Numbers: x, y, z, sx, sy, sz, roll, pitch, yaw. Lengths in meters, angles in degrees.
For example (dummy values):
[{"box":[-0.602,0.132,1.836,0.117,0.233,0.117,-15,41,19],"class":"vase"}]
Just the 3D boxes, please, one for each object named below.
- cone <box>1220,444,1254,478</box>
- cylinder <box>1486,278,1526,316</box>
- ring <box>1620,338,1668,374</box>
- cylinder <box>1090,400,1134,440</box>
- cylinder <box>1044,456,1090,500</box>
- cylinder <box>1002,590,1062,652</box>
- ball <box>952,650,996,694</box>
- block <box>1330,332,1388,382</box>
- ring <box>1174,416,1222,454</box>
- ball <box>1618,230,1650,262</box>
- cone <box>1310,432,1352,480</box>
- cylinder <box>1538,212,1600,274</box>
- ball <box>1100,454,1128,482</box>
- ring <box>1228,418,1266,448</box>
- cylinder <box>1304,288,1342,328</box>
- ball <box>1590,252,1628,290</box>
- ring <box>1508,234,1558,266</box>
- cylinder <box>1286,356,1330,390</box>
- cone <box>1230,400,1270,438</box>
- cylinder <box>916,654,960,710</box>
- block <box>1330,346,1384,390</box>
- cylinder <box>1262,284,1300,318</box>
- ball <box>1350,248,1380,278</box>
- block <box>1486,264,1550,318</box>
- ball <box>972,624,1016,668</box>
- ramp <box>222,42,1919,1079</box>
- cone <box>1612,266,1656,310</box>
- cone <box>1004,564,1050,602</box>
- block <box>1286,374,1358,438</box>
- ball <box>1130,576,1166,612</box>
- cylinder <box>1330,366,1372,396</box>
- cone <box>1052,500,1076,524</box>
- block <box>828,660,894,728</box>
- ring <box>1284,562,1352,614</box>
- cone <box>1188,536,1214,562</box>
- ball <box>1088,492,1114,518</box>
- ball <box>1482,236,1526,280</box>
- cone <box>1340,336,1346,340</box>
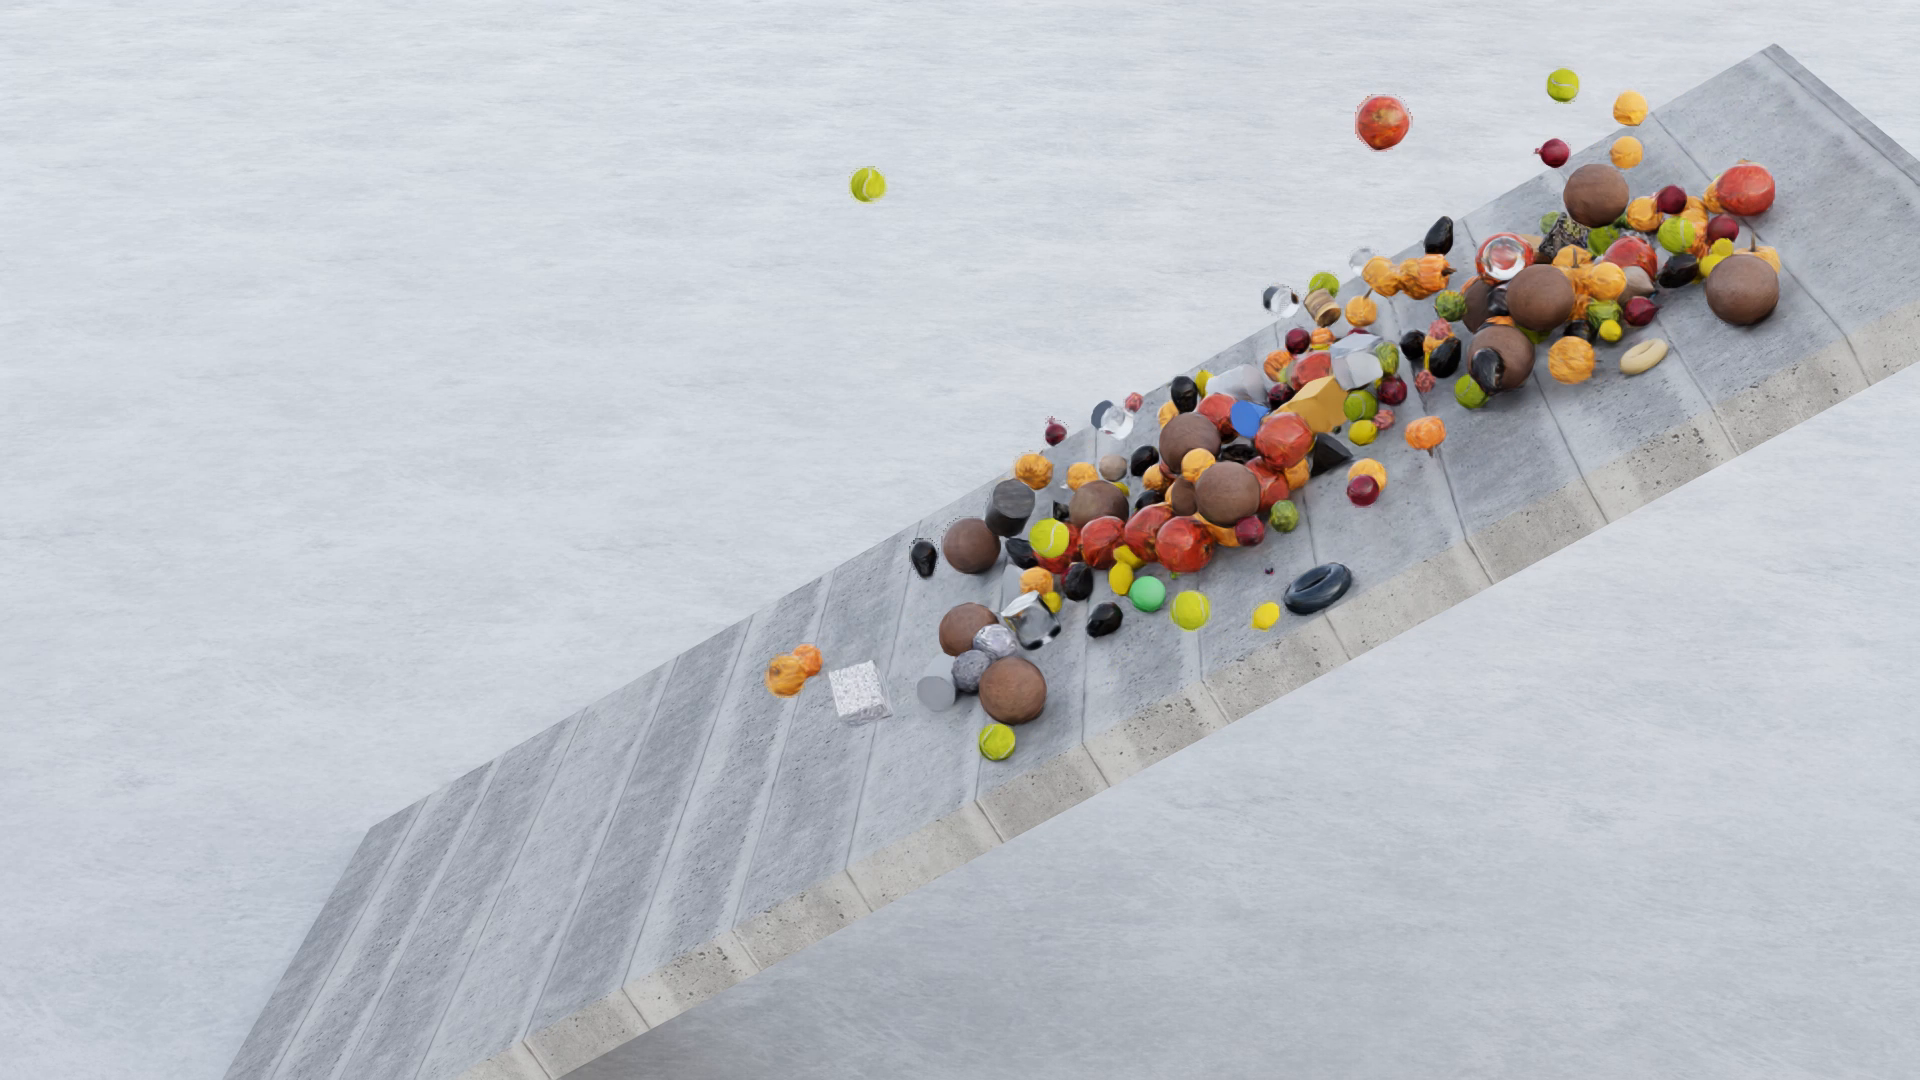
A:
[{"box":[0.558,-0.176,6.107,0.076,0.076,0.076,-8,23,-23],"class":"cone"},{"box":[1.071,-0.476,5.769,0.060,0.060,0.060,11,30,28],"class":"cylinder"},{"box":[1.251,-0.335,5.382,0.094,0.031,0.094,-31,13,8],"class":"ring"},{"box":[0.350,-0.275,6.749,0.070,0.070,0.070,27,-1,-38],"class":"cylinder"},{"box":[0.247,-0.132,6.812,0.096,0.096,0.096,4,23,-2],"class":"cylinder"},{"box":[0.144,0.164,5.922,0.088,0.088,0.088,-31,15,9],"class":"cylinder"},{"box":[0.027,0.262,5.848,0.087,0.087,0.087,0,19,0],"class":"ball"},{"box":[0.811,-0.369,5.984,0.077,0.077,0.077,-28,26,-34],"class":"block"},{"box":[0.527,-0.233,6.524,0.117,0.039,0.117,-29,16,9],"class":"ring"},{"box":[1.358,-0.592,5.922,0.063,0.063,0.063,0,19,0],"class":"ball"},{"box":[0.724,-0.156,5.867,0.086,0.086,0.086,30,18,-11],"class":"cone"},{"box":[1.258,-0.613,6.078,0.093,0.093,0.093,33,24,3],"class":"cylinder"},{"box":[0.333,-0.157,6.387,0.062,0.062,0.062,0,19,0],"class":"ball"},{"box":[0.609,-0.240,6.257,0.094,0.094,0.031,-12,10,-32],"class":"ring"},{"box":[0.811,-0.520,6.581,0.063,0.063,0.063,-11,53,-28],"class":"cylinder"},{"box":[1.292,-0.534,5.854,0.075,0.075,0.075,0,19,0],"class":"ball"},{"box":[1.205,-0.611,6.213,0.134,0.045,0.134,7,21,-3],"class":"ring"},{"box":[0.753,-0.362,6.374,0.069,0.069,0.069,15,19,37],"class":"cylinder"},{"box":[0.603,-0.256,5.961,0.077,0.077,0.077,-23,29,-40],"class":"cone"},{"box":[-0.037,0.286,5.905,0.082,0.082,0.082,5,29,15],"class":"cylinder"},{"box":[0.793,-0.344,5.870,0.066,0.066,0.066,-23,6,-19],"class":"block"},{"box":[0.713,-0.531,6.542,0.060,0.060,0.060,-10,24,-27],"class":"cylinder"},{"box":[0.887,-0.607,6.442,0.066,0.066,0.066,0,19,0],"class":"ball"},{"box":[1.151,-0.512,6.065,0.077,0.077,0.077,-36,14,-16],"class":"block"},{"box":[0.070,0.213,5.908,0.089,0.089,0.089,0,19,0],"class":"ball"},{"box":[0.142,0.168,6.287,4.000,0.100,2.000,-29,15,12],"class":"ramp"},{"box":[1.308,-0.479,5.628,0.087,0.087,0.087,-6,10,-17],"class":"cone"},{"box":[0.153,0.090,6.236,0.092,0.092,0.092,-9,21,-23],"class":"cone"},{"box":[0.751,-0.278,6.111,0.087,0.087,0.087,-14,23,51],"class":"block"},{"box":[0.364,0.105,5.700,0.070,0.070,0.070,0,19,0],"class":"ball"},{"box":[0.828,-0.356,6.130,0.082,0.082,0.082,-15,-17,-37],"class":"cylinder"},{"box":[0.238,-0.065,6.601,0.053,0.053,0.053,-7,20,-8],"class":"cone"},{"box":[-0.196,0.307,5.834,0.093,0.093,0.093,-17,-21,6],"class":"block"},{"box":[0.638,0.087,5.249,0.131,0.044,0.131,-29,15,9],"class":"ring"},{"box":[0.476,0.028,5.813,0.050,0.050,0.050,3,54,8],"class":"cone"},{"box":[0.309,-0.077,6.432,0.056,0.056,0.056,0,19,0],"class":"ball"},{"box":[1.053,-0.545,5.694,0.084,0.084,0.084,0,19,0],"class":"ball"},{"box":[0.849,-0.411,6.451,0.057,0.057,0.057,0,-19,0],"class":"cone"}]
